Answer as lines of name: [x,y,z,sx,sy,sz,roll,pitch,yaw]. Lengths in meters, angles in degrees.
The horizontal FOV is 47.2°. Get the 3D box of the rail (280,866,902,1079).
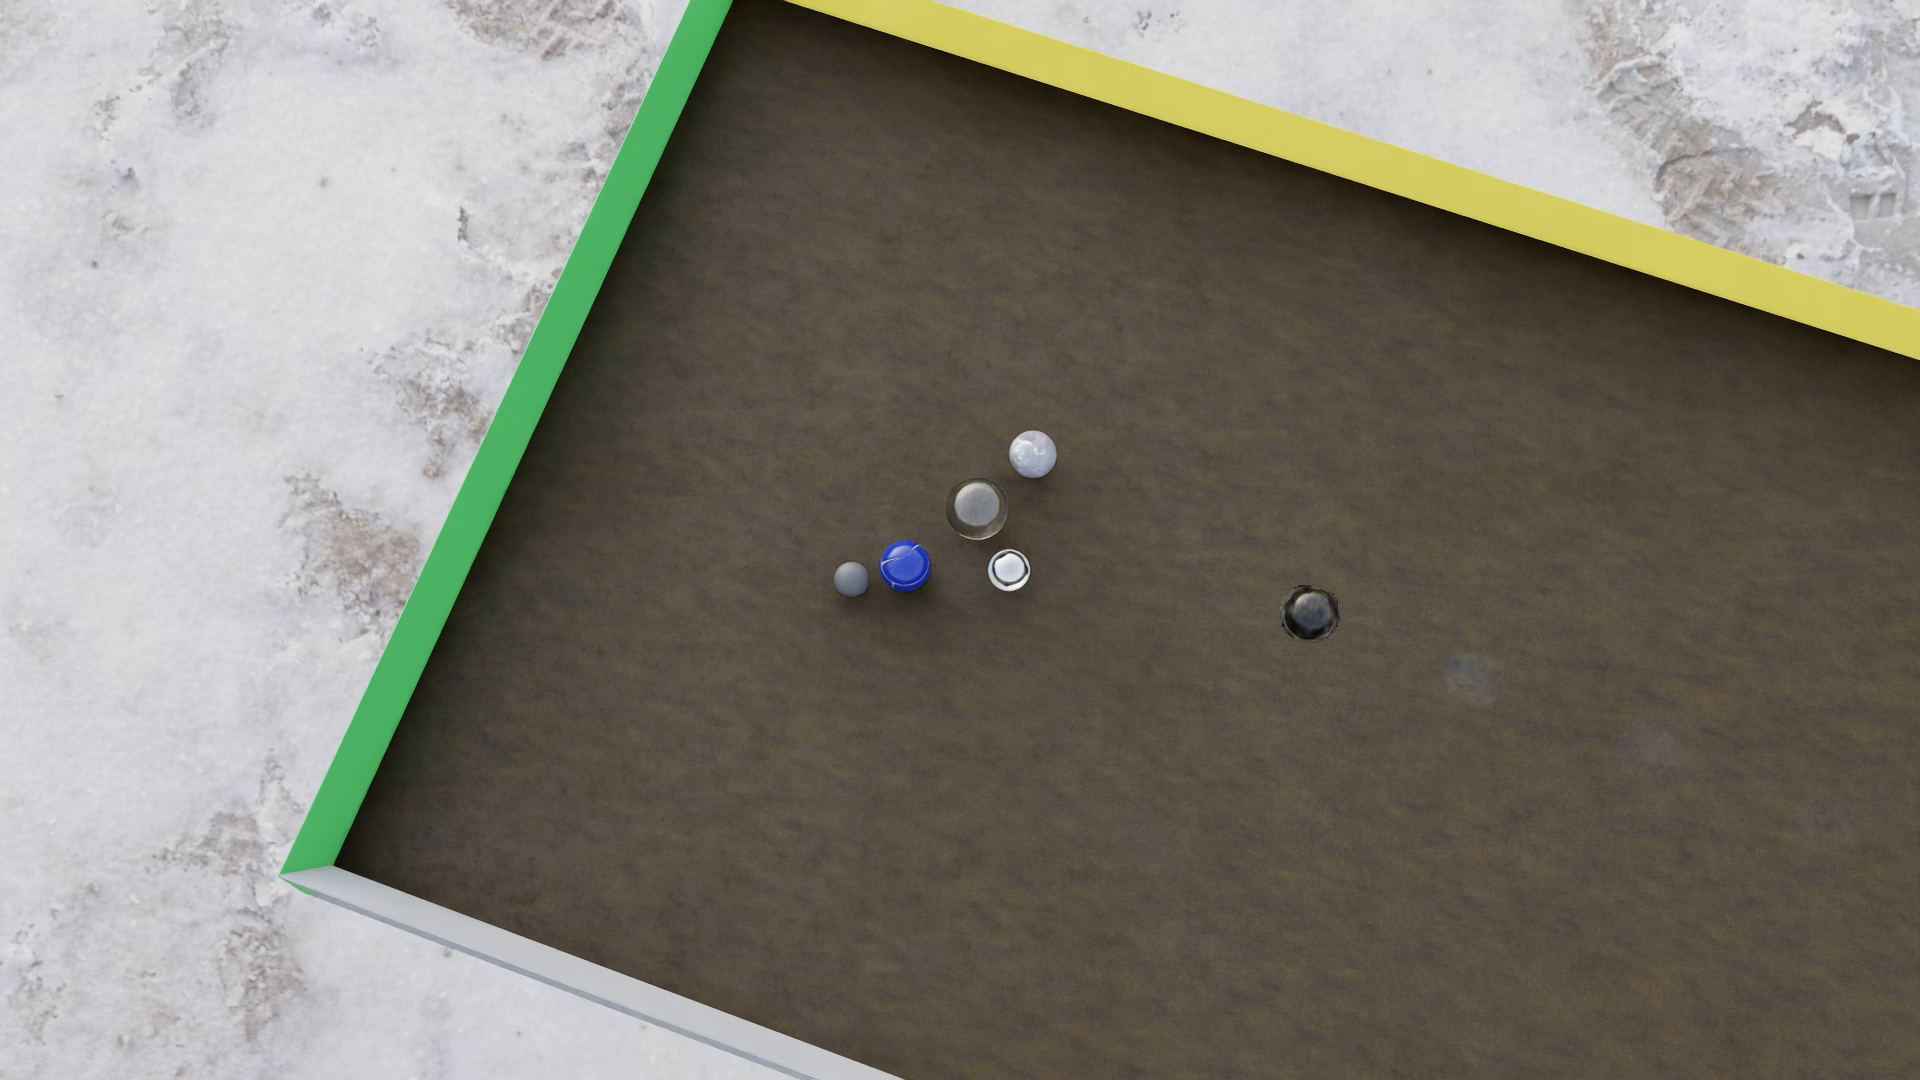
rail: [0.410,0.958,3.059,2.943,0.128,0.045,19,72,7]

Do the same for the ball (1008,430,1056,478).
ball: [0.115,-0.135,3.474,0.076,0.076,0.076,0,71,0]

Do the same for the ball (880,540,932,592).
ball: [-0.085,0.040,3.409,0.081,0.081,0.081,0,71,0]

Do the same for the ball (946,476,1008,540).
ball: [0.026,-0.049,3.432,0.099,0.099,0.099,0,71,0]

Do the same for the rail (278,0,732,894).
rail: [-0.669,-0.239,3.482,0.045,0.128,1.694,19,72,7]

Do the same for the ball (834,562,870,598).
ball: [-0.168,0.061,3.416,0.055,0.055,0.055,0,71,0]

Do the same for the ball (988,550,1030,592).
ball: [0.076,0.047,3.415,0.065,0.065,0.065,0,71,0]

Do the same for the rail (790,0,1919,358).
rail: [0.973,-0.501,3.574,2.943,0.128,0.045,19,72,7]

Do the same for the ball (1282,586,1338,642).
ball: [0.539,0.114,3.382,0.084,0.084,0.084,0,71,0]
